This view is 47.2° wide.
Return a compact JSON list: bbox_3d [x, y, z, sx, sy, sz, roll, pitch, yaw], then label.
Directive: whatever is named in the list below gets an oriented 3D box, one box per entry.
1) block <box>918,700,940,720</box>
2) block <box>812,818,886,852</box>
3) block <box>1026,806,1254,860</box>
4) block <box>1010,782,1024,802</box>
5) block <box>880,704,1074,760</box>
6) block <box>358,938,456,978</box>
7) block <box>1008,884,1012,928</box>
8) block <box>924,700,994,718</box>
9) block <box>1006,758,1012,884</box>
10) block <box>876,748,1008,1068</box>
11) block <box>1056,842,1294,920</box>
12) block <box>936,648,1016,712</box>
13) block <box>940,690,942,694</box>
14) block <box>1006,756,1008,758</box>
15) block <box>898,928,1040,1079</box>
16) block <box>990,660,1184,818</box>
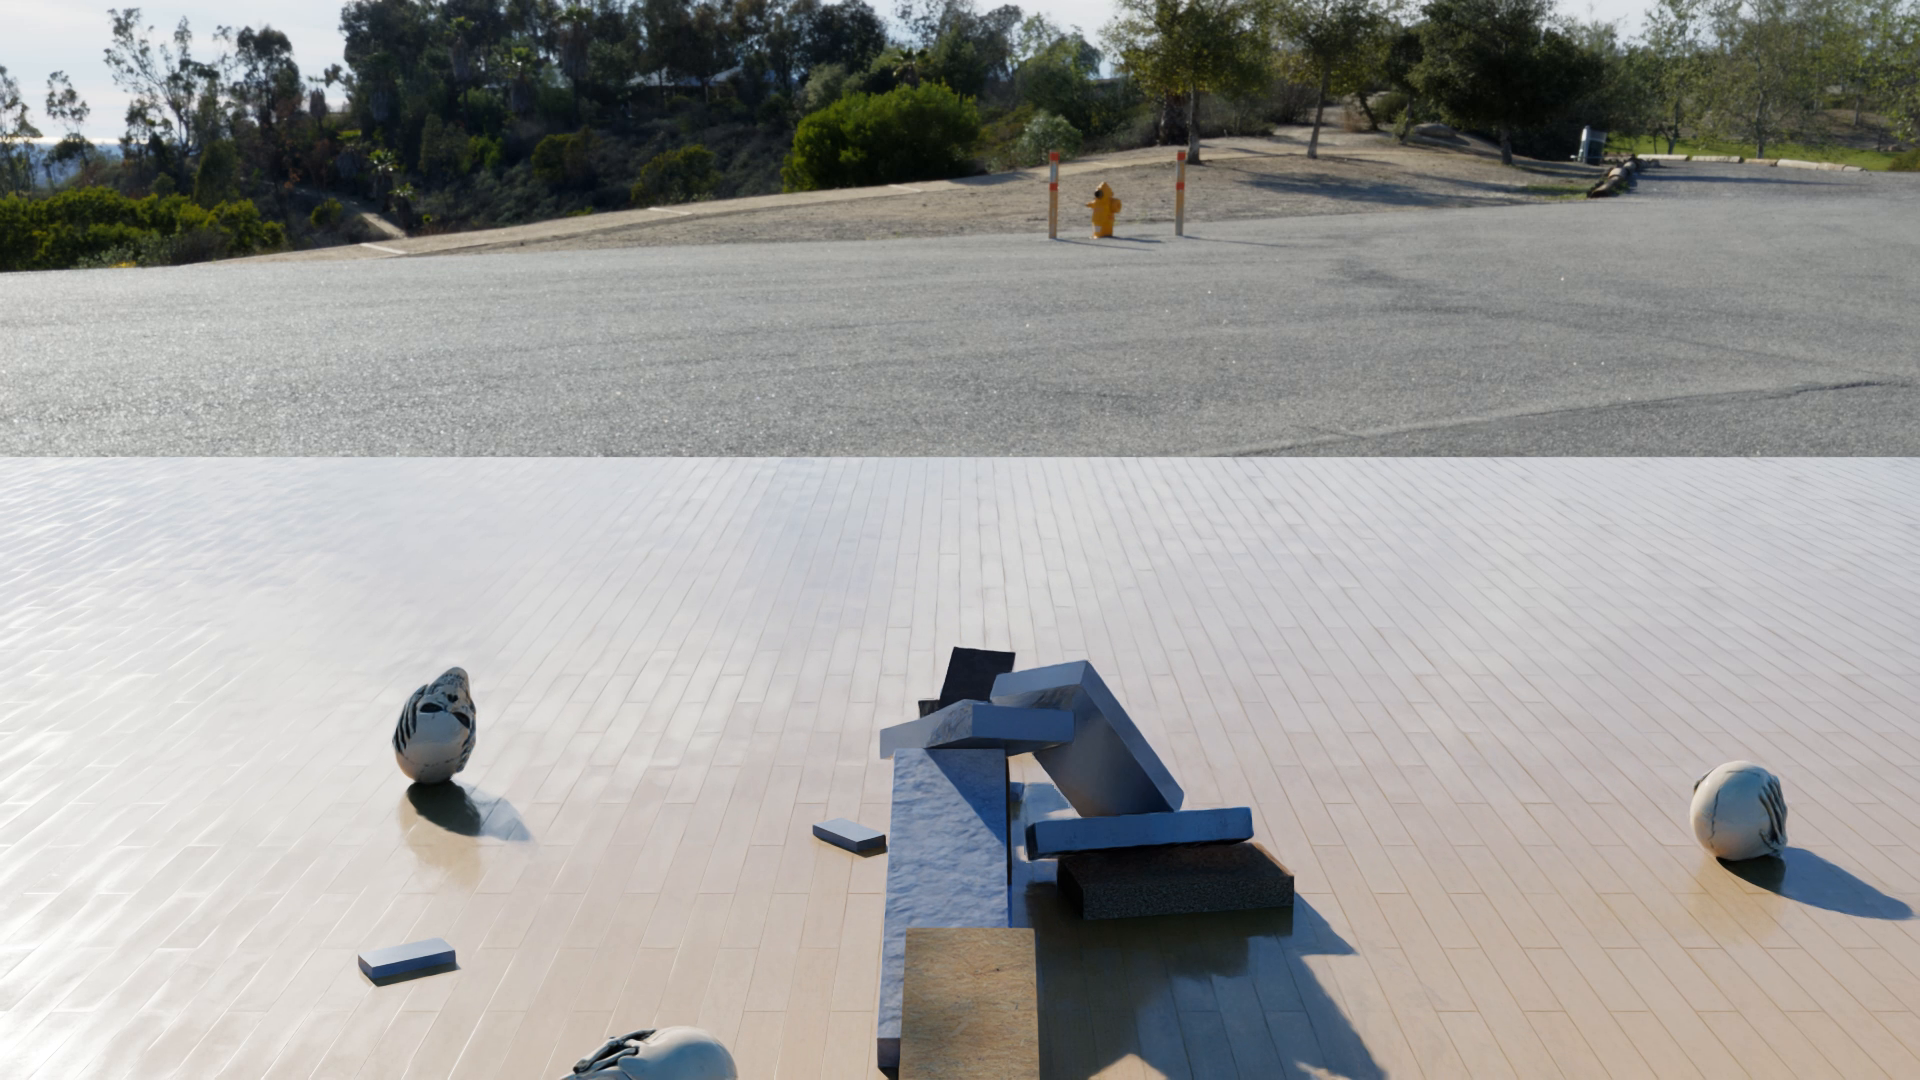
[{"bbox_3d":[-0.012,0.389,4.217,0.120,0.034,0.239,-2,32,-5],"label":"block"},{"bbox_3d":[-0.199,0.529,3.949,0.065,0.018,0.131,-9,14,-40],"label":"block"},{"bbox_3d":[0.299,0.496,3.715,0.360,0.051,0.180,-4,-12,-4],"label":"block"},{"bbox_3d":[0.053,0.480,4.212,0.131,0.018,0.065,2,11,9],"label":"block"},{"bbox_3d":[0.022,0.322,3.619,0.178,0.050,0.369,5,-13,-24],"label":"block"},{"bbox_3d":[-0.845,0.638,3.360,0.130,0.018,0.065,-7,13,-33],"label":"block"},{"bbox_3d":[0.006,0.585,3.358,0.148,0.042,0.295,0,27,1],"label":"block"},{"bbox_3d":[0.001,0.329,3.849,0.126,0.036,0.252,8,-20,-27],"label":"block"},{"bbox_3d":[0.007,0.449,3.532,0.148,0.042,0.295,0,27,0],"label":"block"},{"bbox_3d":[-0.019,0.528,3.282,0.180,0.051,0.697,0,28,1],"label":"block"},{"bbox_3d":[0.356,0.566,3.660,0.356,0.050,0.178,-2,11,-11],"label":"block"},{"bbox_3d":[0.023,0.328,4.251,0.126,0.036,0.359,5,32,7],"label":"block"},{"bbox_3d":[0.020,0.394,4.274,0.120,0.034,0.308,0,32,-1],"label":"block"},{"bbox_3d":[0.040,0.391,4.344,0.120,0.034,0.239,6,32,8],"label":"block"},{"bbox_3d":[0.013,0.649,2.940,0.180,0.051,0.360,0,27,1],"label":"block"},{"bbox_3d":[0.217,0.350,3.722,0.178,0.356,0.050,-12,40,33],"label":"block"}]
